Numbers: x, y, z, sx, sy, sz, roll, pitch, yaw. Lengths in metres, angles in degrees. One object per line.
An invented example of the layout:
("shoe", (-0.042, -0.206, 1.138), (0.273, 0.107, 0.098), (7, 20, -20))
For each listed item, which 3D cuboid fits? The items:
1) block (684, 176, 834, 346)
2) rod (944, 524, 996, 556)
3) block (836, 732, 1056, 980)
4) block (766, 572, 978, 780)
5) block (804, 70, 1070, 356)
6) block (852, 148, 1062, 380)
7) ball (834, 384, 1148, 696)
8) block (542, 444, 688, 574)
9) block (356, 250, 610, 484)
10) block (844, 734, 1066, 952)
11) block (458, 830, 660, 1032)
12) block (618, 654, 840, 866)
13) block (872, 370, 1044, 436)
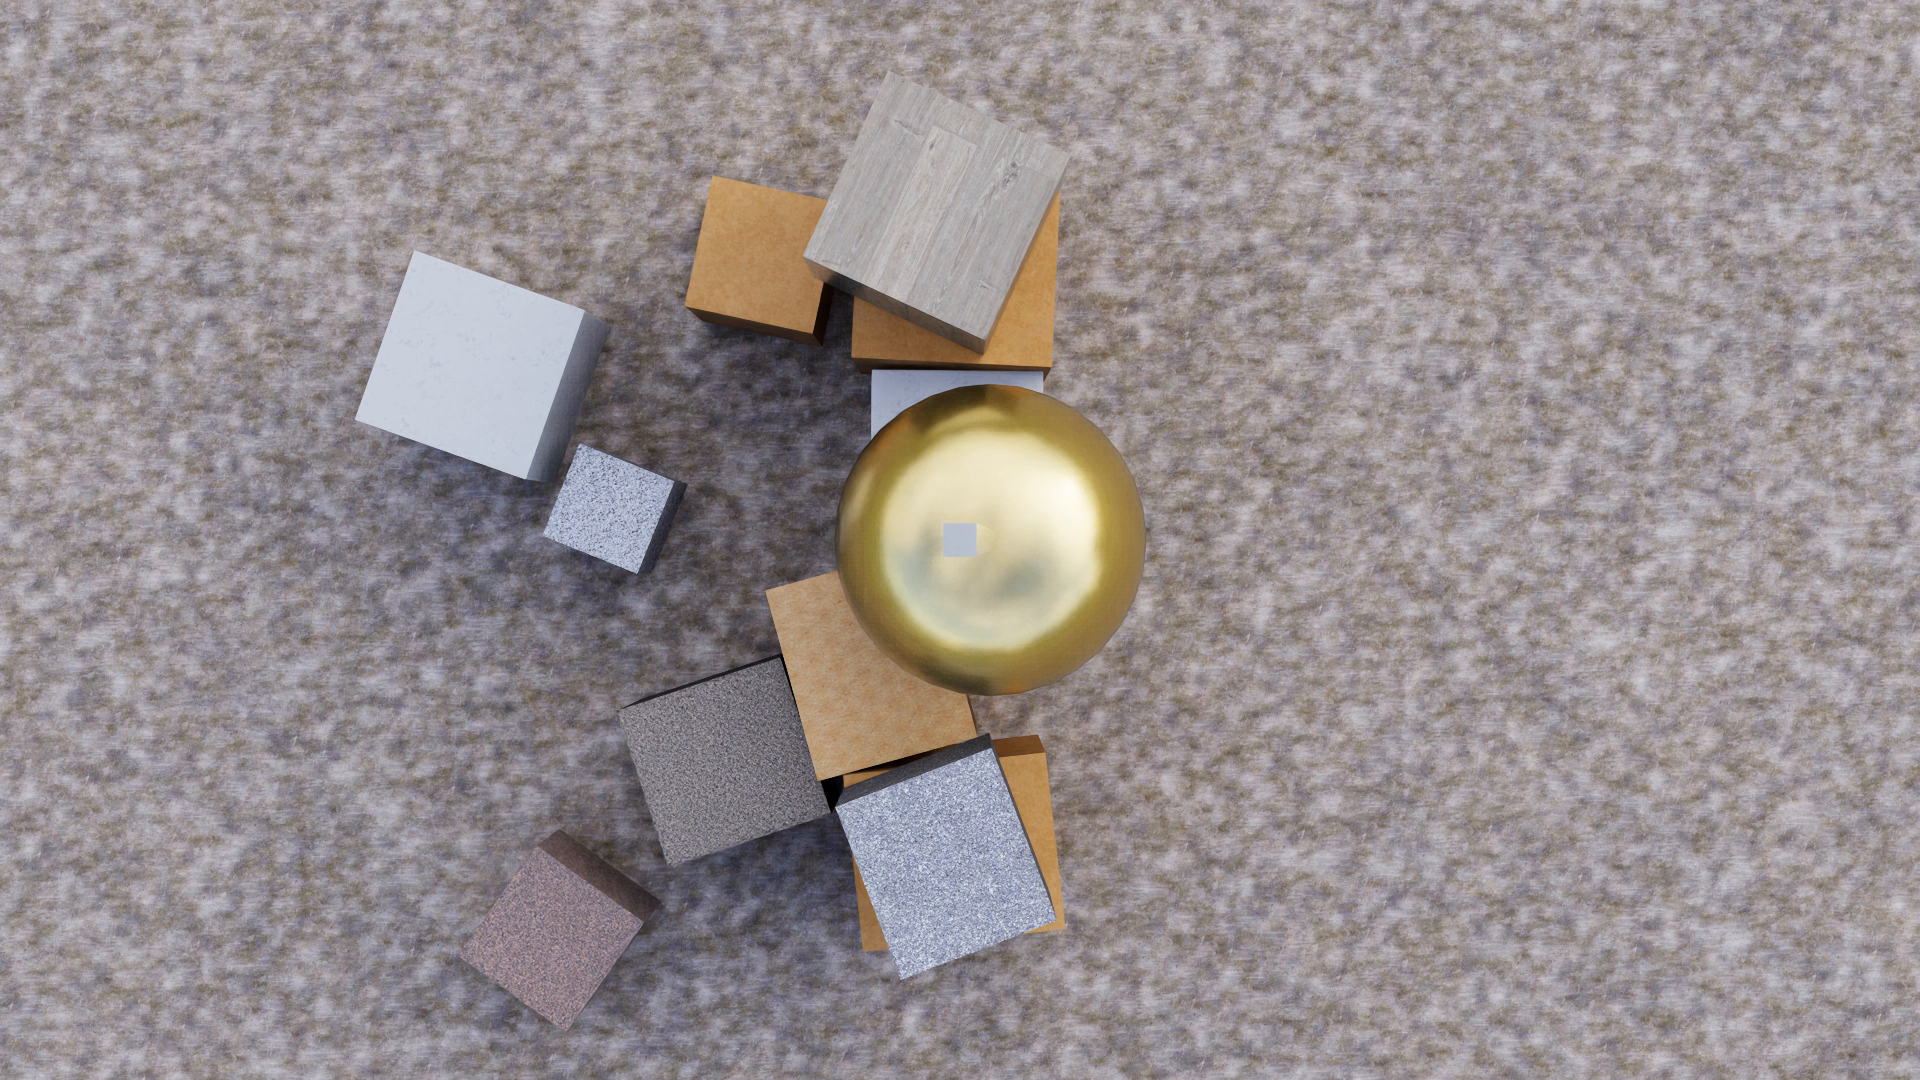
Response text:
("block", (-1.092, -1.579, 12.580), (0.725, 0.840, 0.739), (12, 90, 0))
("rod", (0.067, 0.000, 7.850), (0.080, 5.200, 0.080), (0, 90, 1))
("block", (-0.069, 1.624, 11.463), (0.838, 0.869, 0.926), (-21, 90, 0))
("block", (-0.482, 0.674, 12.486), (0.902, 1.027, 1.077), (-15, 90, 0))
("block", (-0.115, -1.663, 11.382), (1.000, 0.912, 1.016), (25, 90, 0))
("block", (-0.018, -1.545, 12.419), (1.081, 1.162, 1.177), (3, 90, 0))
("ball", (0.154, 0.000, 11.249), (1.600, 1.600, 1.600), (0, 90, 0))
("block", (-1.981, -0.177, 12.695), (0.575, 0.610, 0.560), (22, 90, 0))
("block", (-2.702, -0.966, 12.562), (0.997, 0.877, 0.988), (19, 90, 0))
("block", (-0.031, 1.689, 12.449), (1.102, 1.103, 0.961), (-7, 90, 0))
("block", (-2.285, 2.229, 12.643), (0.740, 0.715, 0.755), (35, 90, 0))
("block", (-1.300, 1.225, 12.561), (0.946, 0.877, 0.908), (-18, 90, 0))
("block", (-0.018, -0.450, 12.575), (0.947, 0.850, 0.973), (1, 90, 0))
